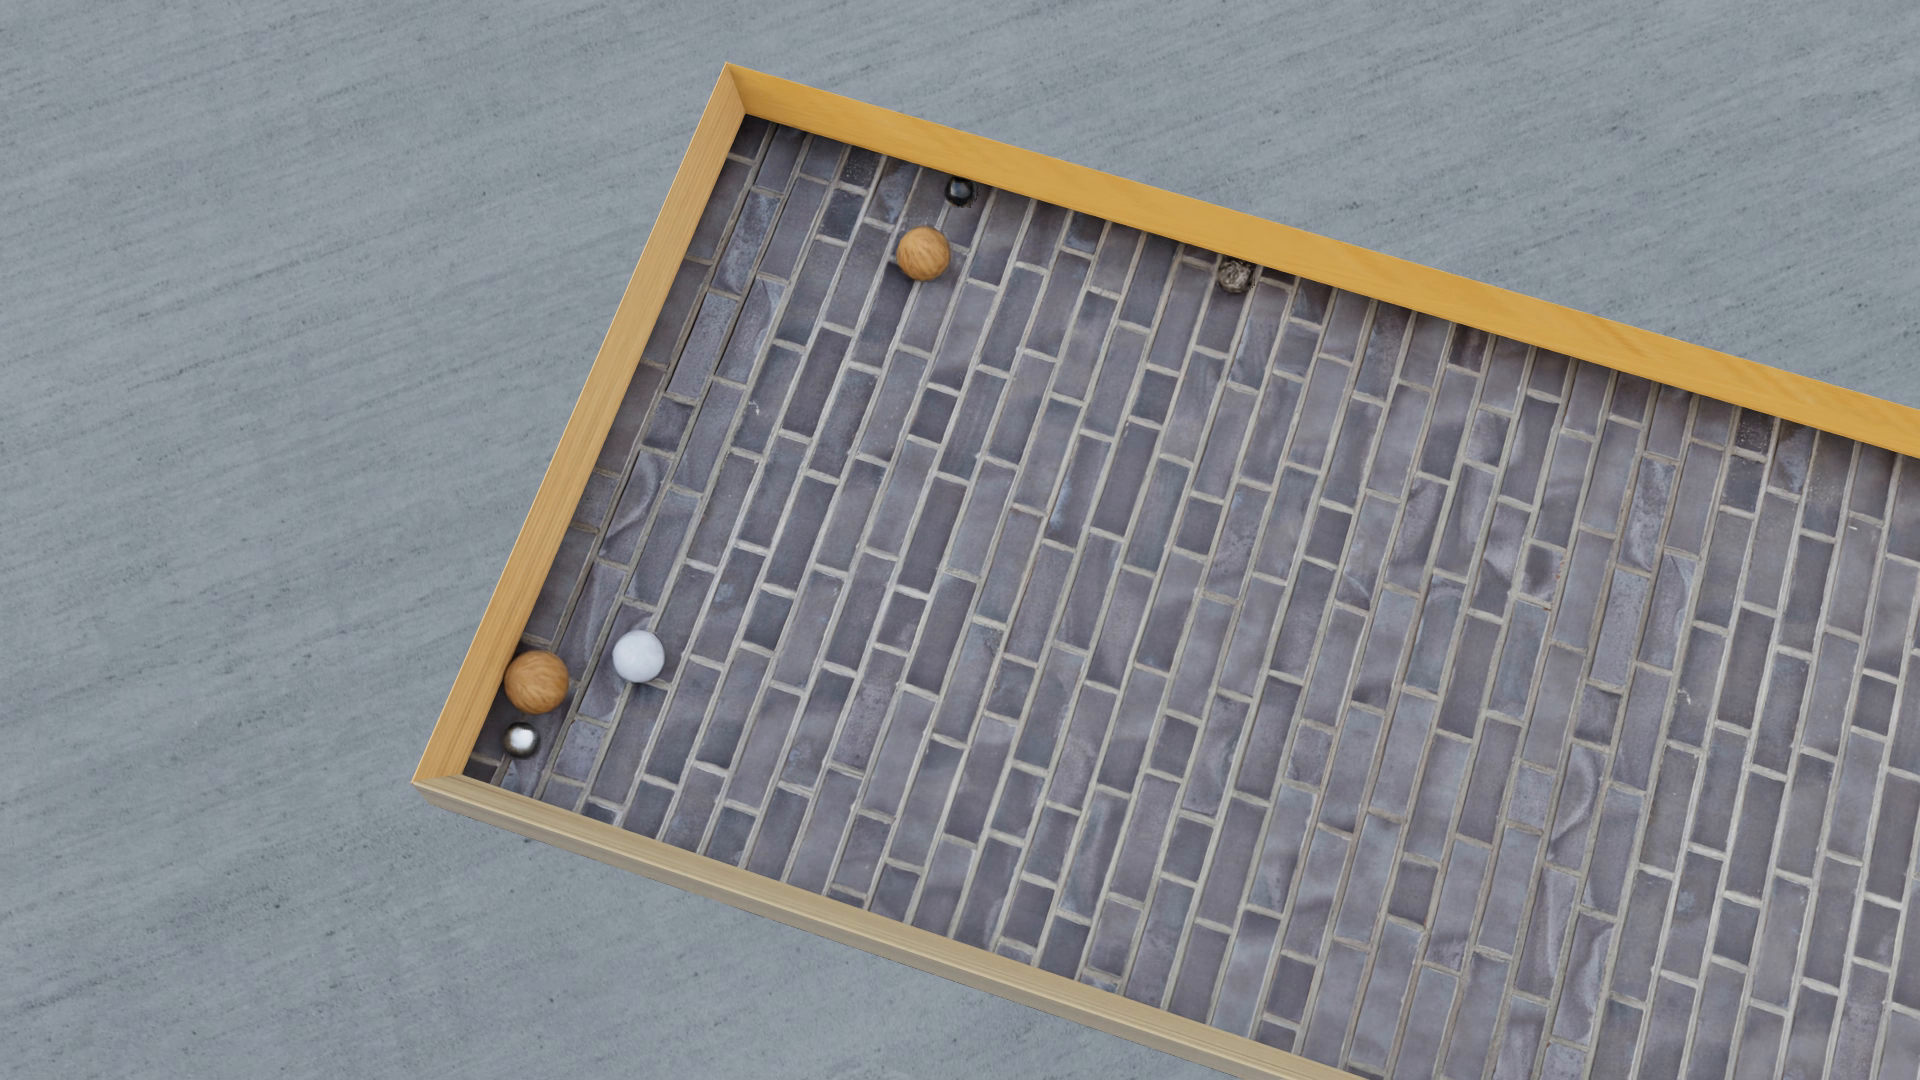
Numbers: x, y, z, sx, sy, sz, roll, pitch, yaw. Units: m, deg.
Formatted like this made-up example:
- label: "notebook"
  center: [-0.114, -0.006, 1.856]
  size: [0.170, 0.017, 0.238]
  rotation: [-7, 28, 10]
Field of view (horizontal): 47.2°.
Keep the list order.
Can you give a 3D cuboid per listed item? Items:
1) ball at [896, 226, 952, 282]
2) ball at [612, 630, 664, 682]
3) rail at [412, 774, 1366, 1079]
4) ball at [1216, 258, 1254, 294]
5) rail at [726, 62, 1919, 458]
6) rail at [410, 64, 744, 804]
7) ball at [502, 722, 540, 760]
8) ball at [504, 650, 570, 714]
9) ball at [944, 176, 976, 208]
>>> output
- label: "ball"
  center: [-0.059, -0.473, 3.633]
  size: [0.090, 0.090, 0.090]
  rotation: [0, 69, 0]
- label: "ball"
  center: [-0.495, 0.179, 3.389]
  size: [0.080, 0.080, 0.080]
  rotation: [0, 69, 0]
- label: "rail"
  center: [0.398, 0.734, 3.150]
  size: [2.527, 0.128, 0.045]
  rotation: [17, 70, 7]
- label: "ball"
  center: [0.455, -0.436, 3.635]
  size: [0.060, 0.060, 0.060]
  rotation: [0, 69, 0]
- label: "rail"
  center: [0.799, -0.379, 3.576]
  size: [2.527, 0.128, 0.045]
  rotation: [17, 70, 7]
- label: "rail"
  center: [-0.576, -0.191, 3.504]
  size: [0.045, 0.128, 1.304]
  rotation: [17, 70, 7]
- label: "ball"
  center: [-0.669, 0.305, 3.353]
  size: [0.058, 0.058, 0.058]
  rotation: [0, 69, 0]
- label: "ball"
  center: [-0.647, 0.217, 3.364]
  size: [0.099, 0.099, 0.099]
  rotation: [0, 69, 0]
- label: "ball"
  center: [0.001, -0.586, 3.696]
  size: [0.053, 0.053, 0.053]
  rotation: [0, 69, 0]
